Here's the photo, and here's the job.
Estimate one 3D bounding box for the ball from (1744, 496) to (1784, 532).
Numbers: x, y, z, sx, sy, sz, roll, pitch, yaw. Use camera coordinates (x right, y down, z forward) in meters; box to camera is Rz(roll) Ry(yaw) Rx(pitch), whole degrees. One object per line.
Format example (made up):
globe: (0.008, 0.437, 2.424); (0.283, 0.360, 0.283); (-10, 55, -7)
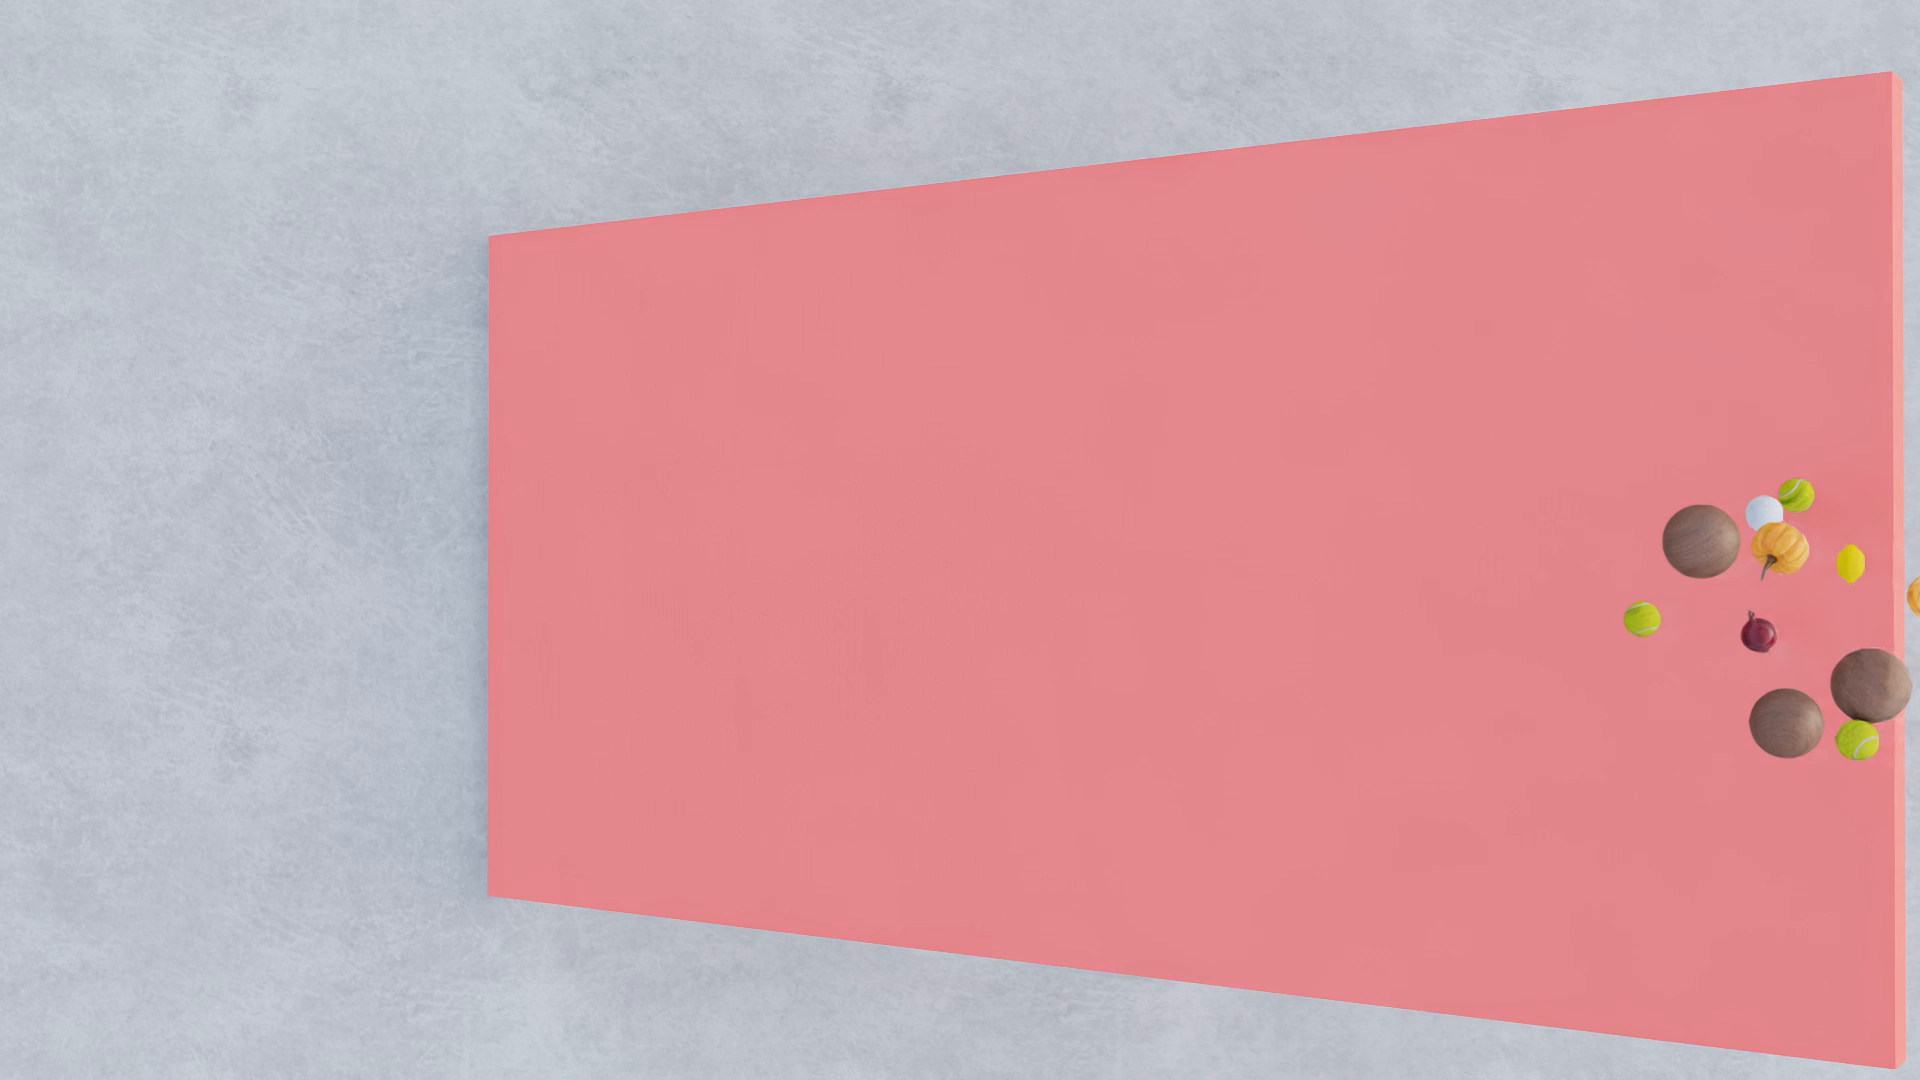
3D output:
ball: (1.599, -0.052, 4.373); (0.073, 0.073, 0.073); (0, 90, 0)

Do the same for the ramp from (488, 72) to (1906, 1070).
ramp: (0.248, 0.068, 5.576); (4.000, 0.100, 2.000); (0, 89, 34)
